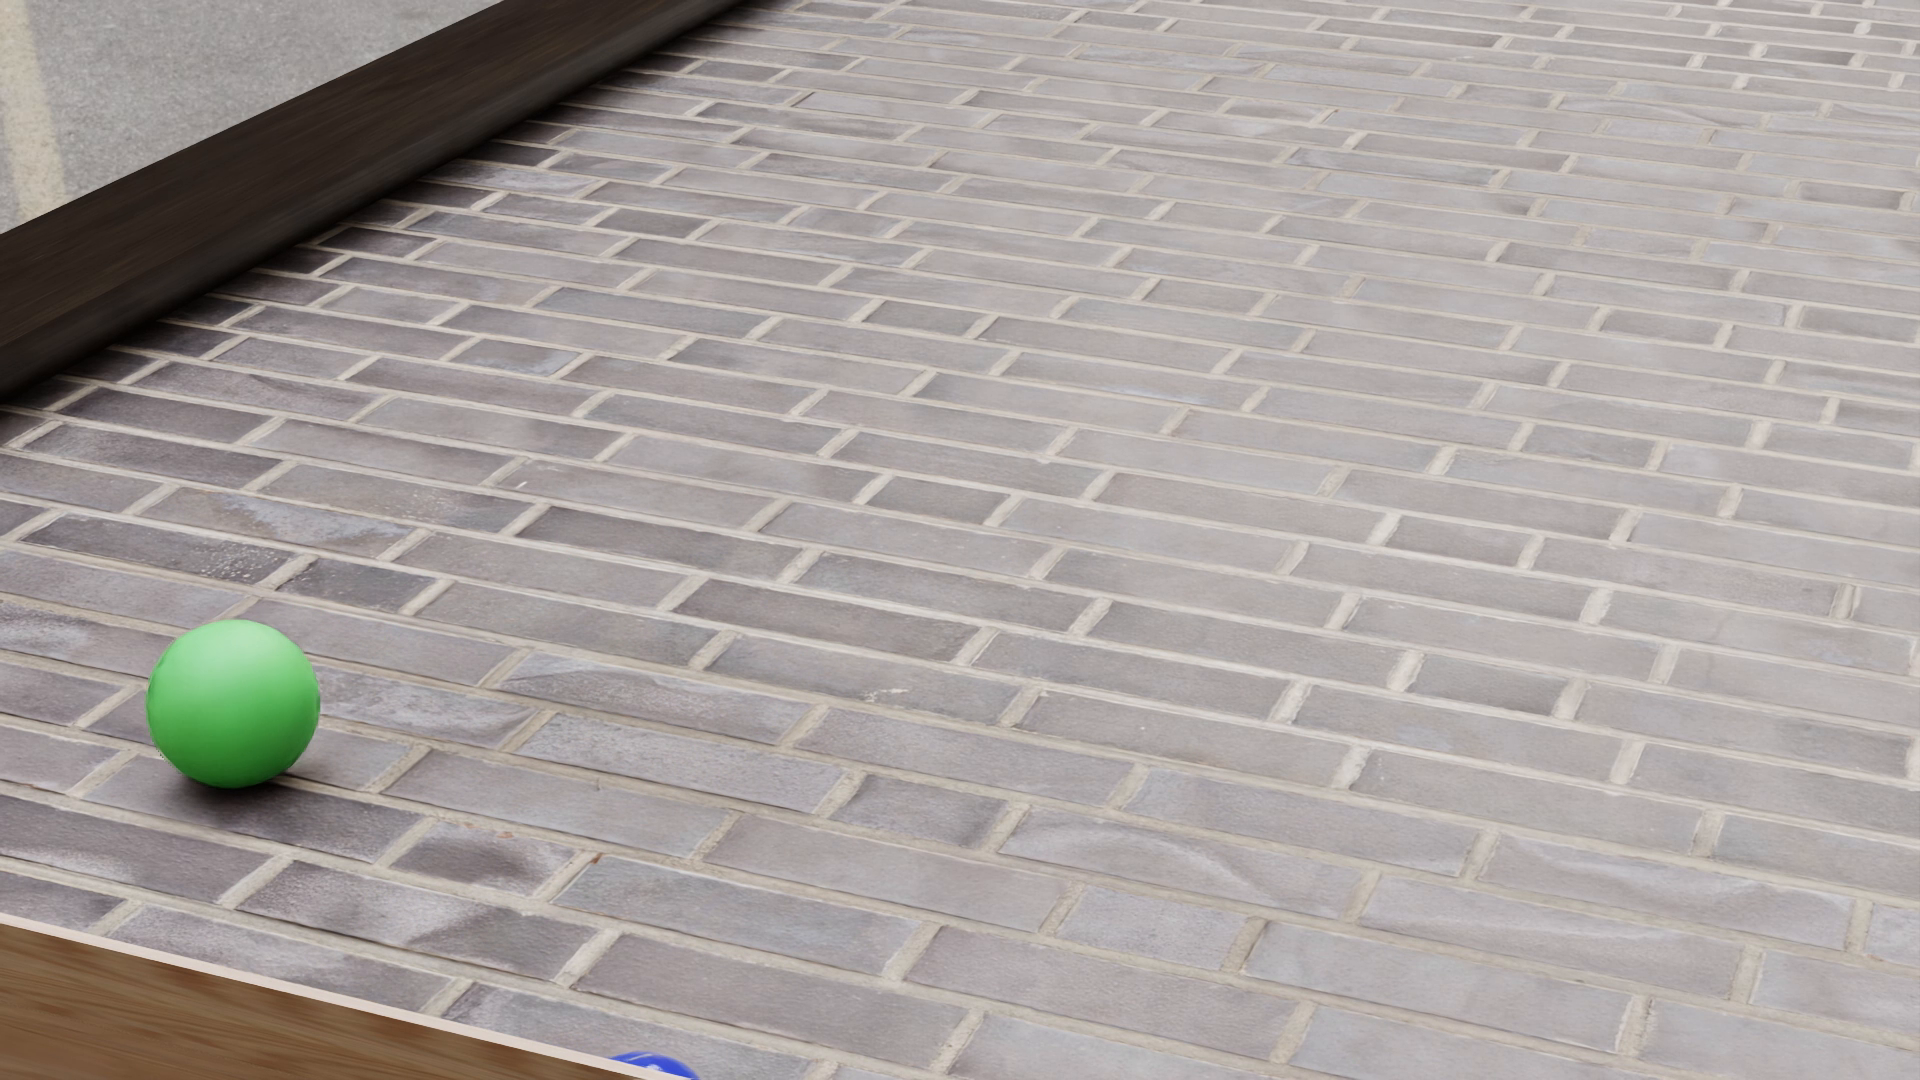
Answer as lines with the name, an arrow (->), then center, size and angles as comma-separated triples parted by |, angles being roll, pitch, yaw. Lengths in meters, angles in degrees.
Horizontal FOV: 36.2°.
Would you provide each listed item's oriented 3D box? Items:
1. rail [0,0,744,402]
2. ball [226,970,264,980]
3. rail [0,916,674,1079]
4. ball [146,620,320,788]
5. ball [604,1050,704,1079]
rail -> -0.447, -0.419, 2.743 | 0.045, 0.124, 2.853 | 9, 26, 20
ball -> -0.348, 0.235, 1.398 | 0.061, 0.061, 0.061 | 0, 25, 0
rail -> -0.255, 0.244, 1.301 | 1.578, 0.124, 0.045 | 9, 26, 20
ball -> -0.411, 0.093, 1.666 | 0.095, 0.095, 0.095 | 0, 25, 0
ball -> -0.143, 0.265, 1.320 | 0.071, 0.071, 0.071 | 0, 25, 0
